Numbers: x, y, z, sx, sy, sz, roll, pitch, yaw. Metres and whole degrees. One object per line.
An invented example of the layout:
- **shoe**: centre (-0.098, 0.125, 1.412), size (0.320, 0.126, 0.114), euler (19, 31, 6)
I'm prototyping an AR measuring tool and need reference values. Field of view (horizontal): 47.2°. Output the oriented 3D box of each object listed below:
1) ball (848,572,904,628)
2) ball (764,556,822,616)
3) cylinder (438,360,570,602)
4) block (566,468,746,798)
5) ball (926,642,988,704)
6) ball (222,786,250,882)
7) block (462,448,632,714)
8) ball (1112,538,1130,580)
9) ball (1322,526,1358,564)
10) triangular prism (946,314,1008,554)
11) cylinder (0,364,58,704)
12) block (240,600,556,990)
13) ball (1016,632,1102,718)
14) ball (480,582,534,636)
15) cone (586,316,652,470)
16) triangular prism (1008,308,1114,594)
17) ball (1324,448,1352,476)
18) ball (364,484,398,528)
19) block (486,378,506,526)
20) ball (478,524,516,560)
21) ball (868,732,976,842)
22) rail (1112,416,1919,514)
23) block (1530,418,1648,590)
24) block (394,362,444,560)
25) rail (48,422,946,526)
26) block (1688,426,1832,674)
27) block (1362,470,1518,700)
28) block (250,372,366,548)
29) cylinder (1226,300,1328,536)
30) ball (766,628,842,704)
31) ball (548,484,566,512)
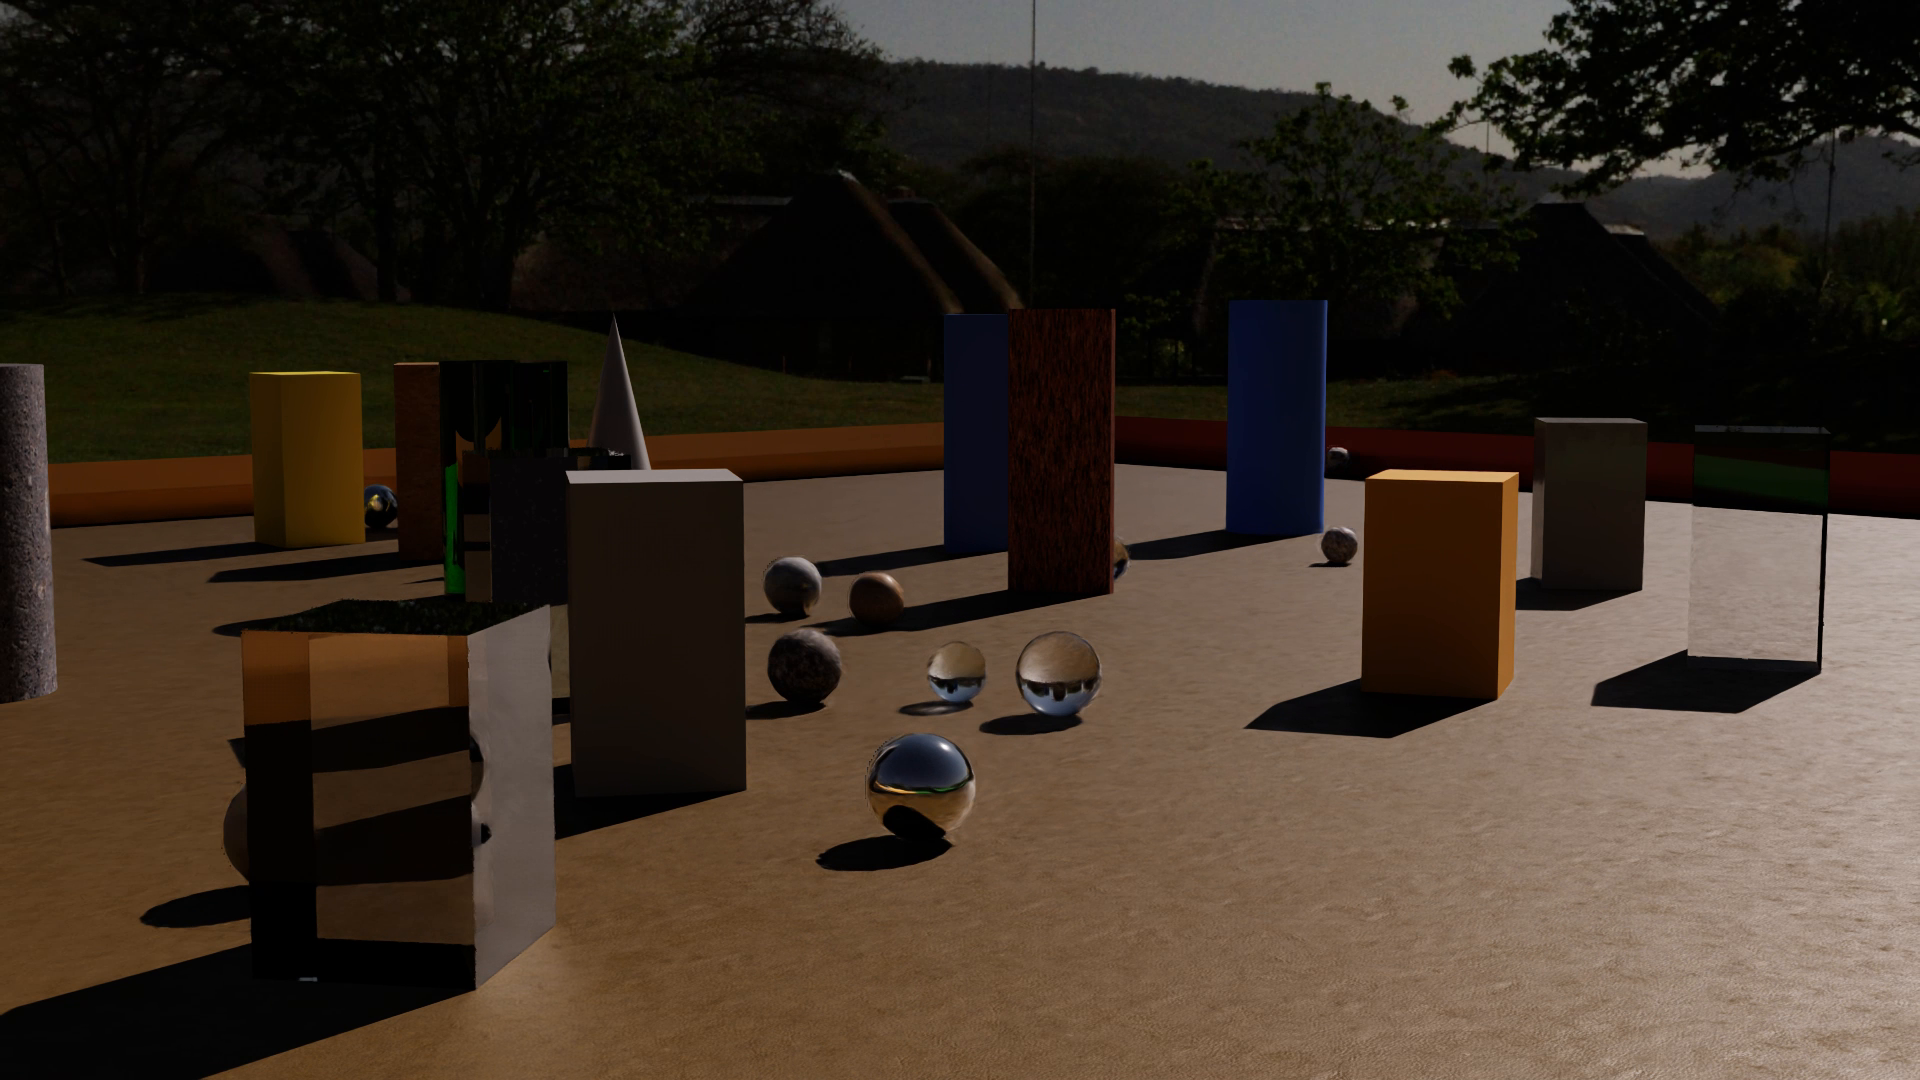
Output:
- **ball**: centre (-0.117, 0.084, 3.091), size (0.078, 0.078, 0.078), euler (0, 6, 0)
- **ball**: centre (-0.244, 0.067, 3.216), size (0.086, 0.086, 0.086), euler (0, 6, 0)
- **cylinder**: centre (-0.704, -0.094, 3.408), size (0.195, 0.365, 0.195), euler (0, 6, 0)
- **block**: centre (-0.291, 0.083, 2.091), size (0.156, 0.289, 0.156), euler (-1, 6, -11)
- **ball**: centre (-0.003, 0.150, 2.497), size (0.070, 0.070, 0.070), euler (0, 6, 0)
- **ball**: centre (-0.518, 0.223, 1.690), size (0.093, 0.093, 0.093), euler (0, 6, 0)
- **block**: centre (-0.467, 0.043, 2.488), size (0.156, 0.284, 0.156), euler (-3, 6, -23)
- **ball**: centre (0.244, 0.032, 3.623), size (0.071, 0.071, 0.071), euler (0, 6, 0)
- **ball**: centre (0.669, 0.008, 3.875), size (0.065, 0.065, 0.065), euler (0, 6, 0)
- **triangular prism**: centre (0.012, -0.203, 4.110), size (0.169, 0.436, 0.147), euler (-4, 7, -33)
- **cylinder**: centre (-1.157, -0.011, 2.542), size (0.195, 0.381, 0.195), euler (0, 6, 0)
- **block**: centre (-0.383, 0.169, 1.521), size (0.156, 0.235, 0.156), euler (1, 6, 9)
- **ball**: centre (0.108, 0.147, 2.409), size (0.095, 0.095, 0.095), euler (0, 6, 0)
- **ball**: centre (-0.622, 0.094, 3.016), size (0.073, 0.073, 0.073), euler (0, 6, 0)
- **cone**: centre (-0.619, -0.188, 3.952), size (0.195, 0.440, 0.195), euler (0, 6, 0)
- **triangular prism**: centre (0.178, -0.147, 3.531), size (0.169, 0.446, 0.147), euler (2, 6, 16)
- **ball**: centre (1.009, -0.208, 5.873), size (0.079, 0.079, 0.079), euler (0, 6, 0)
- **ball**: centre (-1.193, -0.069, 4.502), size (0.089, 0.089, 0.089), euler (0, 6, 0)
- **block**: centre (-1.040, -0.178, 4.502), size (0.156, 0.306, 0.156), euler (-5, 8, -41)
- **ball**: centre (-0.825, 0.004, 3.921), size (0.065, 0.065, 0.065), euler (0, 6, 0)
- **ball**: centre (-0.032, 0.207, 1.847), size (0.091, 0.091, 0.091), euler (0, 6, 0)
- **rail**: centre (1.858, -0.145, 5.037), size (0.045, 0.127, 4.314), euler (-5, 8, -42)
- **block**: centre (1.021, -0.062, 3.578), size (0.156, 0.266, 0.156), euler (1, 6, 8)
- **block**: centre (-0.939, -0.146, 3.992), size (0.156, 0.348, 0.156), euler (-1, 6, -11)
- **rail**: centre (-1.447, -0.130, 4.891), size (5.105, 0.127, 0.045), euler (-5, 8, -42)
- **block**: centre (1.008, 0.007, 2.784), size (0.156, 0.295, 0.156), euler (2, 6, 18)
- **block**: centre (0.570, 0.048, 2.607), size (0.156, 0.250, 0.156), euler (2, 6, 20)
- **block**: centre (-1.249, -0.157, 4.207), size (0.156, 0.324, 0.156), euler (-5, 8, -38)
- **cylinder**: centre (0.636, -0.249, 4.423), size (0.195, 0.463, 0.195), euler (0, 6, 0)
- **ball**: centre (-0.176, 0.143, 2.490), size (0.085, 0.085, 0.085), euler (0, 6, 0)
- **ball**: centre (-0.881, -0.094, 4.875), size (0.061, 0.061, 0.061), euler (0, 6, 0)
